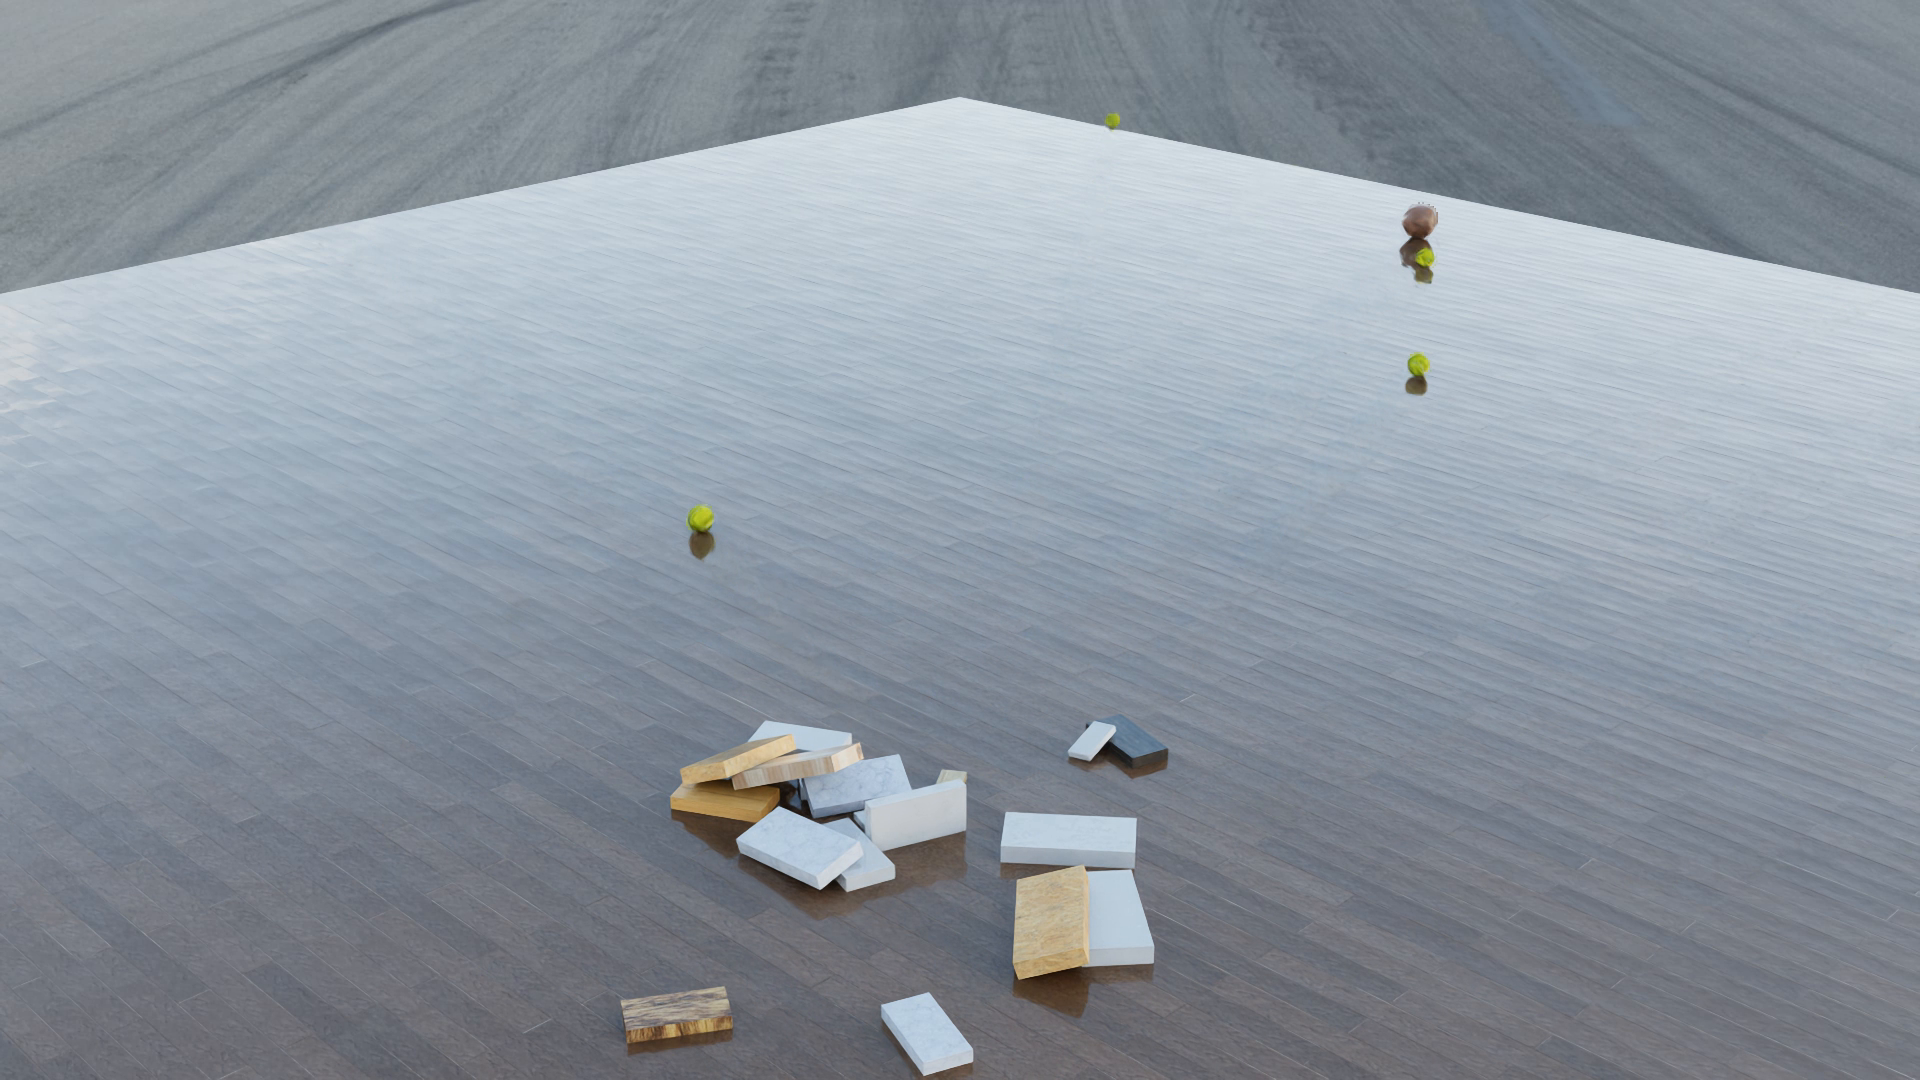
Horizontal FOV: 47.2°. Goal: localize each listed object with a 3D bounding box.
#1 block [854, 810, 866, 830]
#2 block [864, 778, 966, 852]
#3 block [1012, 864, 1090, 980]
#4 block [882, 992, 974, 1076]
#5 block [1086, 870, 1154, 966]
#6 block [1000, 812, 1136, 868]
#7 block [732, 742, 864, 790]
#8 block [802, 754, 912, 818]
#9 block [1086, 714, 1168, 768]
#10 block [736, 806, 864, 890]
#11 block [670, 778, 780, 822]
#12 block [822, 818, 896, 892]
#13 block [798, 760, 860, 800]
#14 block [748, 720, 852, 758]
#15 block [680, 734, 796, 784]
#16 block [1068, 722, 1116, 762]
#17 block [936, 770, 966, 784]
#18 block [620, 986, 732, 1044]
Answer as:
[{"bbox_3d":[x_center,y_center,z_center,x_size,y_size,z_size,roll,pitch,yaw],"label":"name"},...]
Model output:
[{"bbox_3d":[-0.155,0.556,4.431,0.106,0.015,0.053,-11,25,-24],"label":"block"},{"bbox_3d":[-0.087,0.545,4.343,0.206,0.103,0.029,-11,25,-24],"label":"block"},{"bbox_3d":[0.168,0.695,4.014,0.130,0.037,0.260,-15,24,10],"label":"block"},{"bbox_3d":[-0.057,0.840,3.748,0.090,0.026,0.181,-10,25,-23],"label":"block"},{"bbox_3d":[0.272,0.698,4.070,0.130,0.037,0.260,-2,23,-5],"label":"block"},{"bbox_3d":[0.215,0.590,4.323,0.260,0.037,0.130,2,23,5],"label":"block"},{"bbox_3d":[-0.330,0.459,4.457,0.244,0.033,0.117,-13,3,28],"label":"block"},{"bbox_3d":[-0.211,0.502,4.486,0.206,0.029,0.103,-9,44,-14],"label":"block"},{"bbox_3d":[0.357,0.431,4.713,0.090,0.026,0.181,-13,26,-27],"label":"block"},{"bbox_3d":[-0.312,0.595,4.262,0.235,0.033,0.117,16,41,42],"label":"block"},{"bbox_3d":[-0.478,0.527,4.484,0.198,0.028,0.099,7,24,16],"label":"block"},{"bbox_3d":[-0.219,0.611,4.283,0.103,0.029,0.206,-12,26,-26],"label":"block"},{"bbox_3d":[-0.235,0.495,4.558,0.198,0.028,0.099,-3,23,-8],"label":"block"},{"bbox_3d":[-0.342,0.434,4.702,0.198,0.028,0.099,7,24,16],"label":"block"},{"bbox_3d":[-0.457,0.453,4.546,0.117,0.033,0.235,-13,2,34],"label":"block"},{"bbox_3d":[0.282,0.429,4.689,0.053,0.015,0.106,10,39,37],"label":"block"},{"bbox_3d":[-0.022,0.508,4.543,0.053,0.015,0.106,5,23,11],"label":"block"},{"bbox_3d":[-0.489,0.819,3.797,0.181,0.026,0.090,-5,24,-13],"label":"block"}]
